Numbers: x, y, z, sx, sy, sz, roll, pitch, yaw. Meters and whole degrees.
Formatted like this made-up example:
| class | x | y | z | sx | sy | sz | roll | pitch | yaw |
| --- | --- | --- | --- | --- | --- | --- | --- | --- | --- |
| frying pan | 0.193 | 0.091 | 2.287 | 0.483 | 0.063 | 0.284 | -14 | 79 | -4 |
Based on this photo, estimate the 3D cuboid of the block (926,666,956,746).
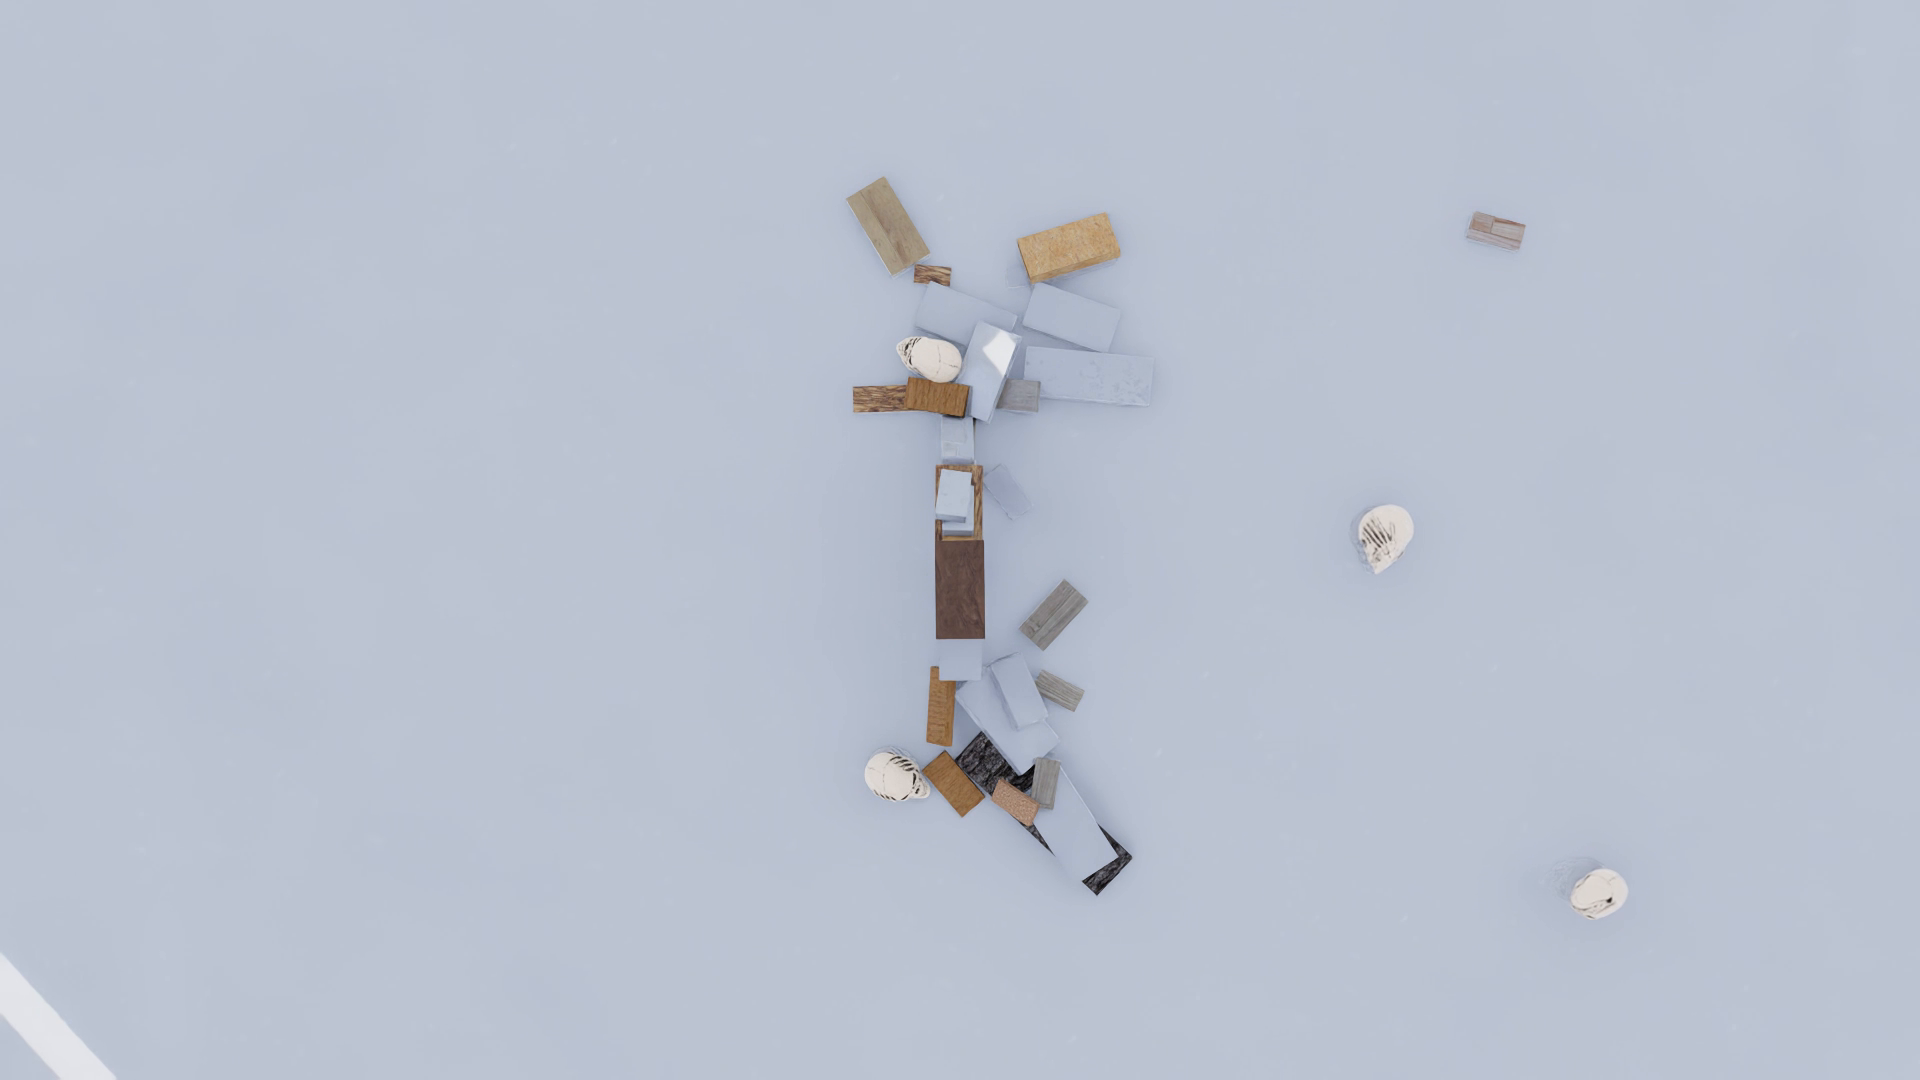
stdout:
| class | x | y | z | sx | sy | sz | roll | pitch | yaw |
| --- | --- | --- | --- | --- | --- | --- | --- | --- | --- |
| block | -0.062 | 0.549 | 5.444 | 0.032 | 0.113 | 0.251 | 3 | 90 | -32 |

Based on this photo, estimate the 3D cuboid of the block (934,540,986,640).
| class | x | y | z | sx | sy | sz | roll | pitch | yaw |
| --- | --- | --- | --- | --- | --- | --- | --- | --- | --- |
| block | 0.000 | 0.146 | 4.849 | 0.145 | 0.041 | 0.290 | -1 | 90 | 0 |

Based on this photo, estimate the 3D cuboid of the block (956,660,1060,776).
| class | x | y | z | sx | sy | sz | roll | pitch | yaw |
| --- | --- | --- | --- | --- | --- | --- | --- | --- | --- |
| block | 0.154 | 0.587 | 5.443 | 0.172 | 0.049 | 0.345 | -38 | 87 | -18 |

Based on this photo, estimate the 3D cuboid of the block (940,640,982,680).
| class | x | y | z | sx | sy | sz | roll | pitch | yaw |
| --- | --- | --- | --- | --- | --- | --- | --- | --- | --- |
| block | 0.001 | 0.309 | 5.216 | 0.133 | 0.038 | 0.266 | 0 | 90 | 0 |

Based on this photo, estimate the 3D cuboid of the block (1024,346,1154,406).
| class | x | y | z | sx | sy | sz | roll | pitch | yaw |
| --- | --- | --- | --- | --- | --- | --- | --- | --- | --- |
| block | 0.424 | -0.544 | 5.461 | 0.419 | 0.044 | 0.154 | 5 | 90 | 0 |

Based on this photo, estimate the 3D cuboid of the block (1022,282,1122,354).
| class | x | y | z | sx | sy | sz | roll | pitch | yaw |
| --- | --- | --- | --- | --- | --- | --- | --- | --- | --- |
| block | 0.371 | -0.738 | 5.470 | 0.298 | 0.042 | 0.149 | 19 | 96 | -1 |

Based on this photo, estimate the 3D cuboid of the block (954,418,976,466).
| class | x | y | z | sx | sy | sz | roll | pitch | yaw |
| --- | --- | --- | --- | --- | --- | --- | --- | --- | --- |
| block | -0.001 | -0.322 | 5.424 | 0.101 | 0.029 | 0.202 | 3 | 50 | 0 |

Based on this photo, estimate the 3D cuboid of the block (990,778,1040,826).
| class | x | y | z | sx | sy | sz | roll | pitch | yaw |
| --- | --- | --- | --- | --- | --- | --- | --- | --- | --- |
| block | 0.181 | 0.858 | 5.394 | 0.160 | 0.023 | 0.080 | 32 | 111 | 26 |

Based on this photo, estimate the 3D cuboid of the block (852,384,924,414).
| class | x | y | z | sx | sy | sz | roll | pitch | yaw |
| --- | --- | --- | --- | --- | --- | --- | --- | --- | --- |
| block | -0.200 | -0.471 | 5.488 | 0.309 | 0.025 | 0.087 | -2 | 90 | 0 |

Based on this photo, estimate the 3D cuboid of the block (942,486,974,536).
| class | x | y | z | sx | sy | sz | roll | pitch | yaw |
| --- | --- | --- | --- | --- | --- | --- | --- | --- | --- |
| block | -0.005 | -0.091 | 5.083 | 0.095 | 0.027 | 0.191 | 1 | 47 | 0 |

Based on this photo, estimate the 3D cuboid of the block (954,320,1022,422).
| class | x | y | z | sx | sy | sz | roll | pitch | yaw |
| --- | --- | --- | --- | --- | --- | --- | --- | --- | --- |
| block | 0.080 | -0.556 | 5.428 | 0.149 | 0.042 | 0.298 | 24 | 103 | 15 |

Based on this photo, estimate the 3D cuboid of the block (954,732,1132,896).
| class | x | y | z | sx | sy | sz | roll | pitch | yaw |
| --- | --- | --- | --- | --- | --- | --- | --- | --- | --- |
| block | 0.276 | 0.892 | 5.476 | 0.648 | 0.049 | 0.172 | 43 | 90 | 0 |

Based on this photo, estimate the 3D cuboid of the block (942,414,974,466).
| class | x | y | z | sx | sy | sz | roll | pitch | yaw |
| --- | --- | --- | --- | --- | --- | --- | --- | --- | --- |
| block | -0.008 | -0.324 | 5.313 | 0.102 | 0.317 | 0.029 | 1 | 119 | -1 |

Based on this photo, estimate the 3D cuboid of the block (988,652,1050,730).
| class | x | y | z | sx | sy | sz | roll | pitch | yaw |
| --- | --- | --- | --- | --- | --- | --- | --- | --- | --- |
| block | 0.194 | 0.497 | 5.431 | 0.113 | 0.032 | 0.225 | -22 | 82 | -17 |

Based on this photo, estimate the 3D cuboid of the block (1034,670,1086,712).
| class | x | y | z | sx | sy | sz | roll | pitch | yaw |
| --- | --- | --- | --- | --- | --- | --- | --- | --- | --- |
| block | 0.326 | 0.501 | 5.489 | 0.160 | 0.023 | 0.080 | 27 | 90 | 0 |

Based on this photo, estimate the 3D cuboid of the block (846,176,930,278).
| class | x | y | z | sx | sy | sz | roll | pitch | yaw |
| --- | --- | --- | --- | --- | --- | --- | --- | --- | --- |
| block | -0.237 | -1.040 | 5.479 | 0.149 | 0.042 | 0.298 | -31 | 90 | 0 |

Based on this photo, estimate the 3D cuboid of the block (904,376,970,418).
| class | x | y | z | sx | sy | sz | roll | pitch | yaw |
| --- | --- | --- | --- | --- | --- | --- | --- | --- | --- |
| block | -0.078 | -0.472 | 5.438 | 0.204 | 0.029 | 0.102 | 10 | 91 | 13 |

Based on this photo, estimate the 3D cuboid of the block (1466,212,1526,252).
| class | x | y | z | sx | sy | sz | roll | pitch | yaw |
| --- | --- | --- | --- | --- | --- | --- | --- | --- | --- |
| block | 1.784 | -1.027 | 5.488 | 0.175 | 0.025 | 0.087 | 15 | 90 | 0 |

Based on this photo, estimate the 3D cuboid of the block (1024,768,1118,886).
| class | x | y | z | sx | sy | sz | roll | pitch | yaw |
| --- | --- | --- | --- | --- | --- | --- | --- | --- | --- |
| block | 0.353 | 0.941 | 5.427 | 0.172 | 0.049 | 0.345 | -33 | 90 | 0 |

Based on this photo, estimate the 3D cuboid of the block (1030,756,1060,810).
| class | x | y | z | sx | sy | sz | roll | pitch | yaw |
| --- | --- | --- | --- | --- | --- | --- | --- | --- | --- |
| block | 0.277 | 0.795 | 5.391 | 0.080 | 0.023 | 0.160 | 9 | 90 | 0 |

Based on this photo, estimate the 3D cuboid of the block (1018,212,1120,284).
| class | x | y | z | sx | sy | sz | roll | pitch | yaw |
| --- | --- | --- | --- | --- | --- | --- | --- | --- | --- |
| block | 0.359 | -0.965 | 5.449 | 0.309 | 0.044 | 0.154 | -17 | 66 | 0 |

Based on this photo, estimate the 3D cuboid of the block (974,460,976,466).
| class | x | y | z | sx | sy | sz | roll | pitch | yaw |
| --- | --- | --- | --- | --- | --- | --- | --- | --- | --- |
| block | 0.003 | -0.228 | 5.399 | 0.101 | 0.202 | 0.029 | 3 | 105 | 0 |

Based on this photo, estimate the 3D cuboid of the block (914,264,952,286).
| class | x | y | z | sx | sy | sz | roll | pitch | yaw |
| --- | --- | --- | --- | --- | --- | --- | --- | --- | --- |
| block | -0.092 | -0.881 | 5.491 | 0.121 | 0.017 | 0.061 | 5 | 90 | 0 |

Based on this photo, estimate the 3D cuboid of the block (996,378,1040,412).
| class | x | y | z | sx | sy | sz | roll | pitch | yaw |
| --- | --- | --- | --- | --- | --- | --- | --- | --- | --- |
| block | 0.163 | -0.482 | 5.443 | 0.202 | 0.029 | 0.101 | 8 | 97 | 22 |

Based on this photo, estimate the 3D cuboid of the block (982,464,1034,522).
| class | x | y | z | sx | sy | sz | roll | pitch | yaw |
| --- | --- | --- | --- | --- | --- | --- | --- | --- | --- |
| block | 0.159 | -0.159 | 5.488 | 0.087 | 0.025 | 0.175 | -37 | 90 | 0 |

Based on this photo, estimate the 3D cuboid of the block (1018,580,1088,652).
| class | x | y | z | sx | sy | sz | roll | pitch | yaw |
| --- | --- | --- | --- | --- | --- | --- | --- | --- | --- |
| block | 0.311 | 0.249 | 5.484 | 0.113 | 0.032 | 0.225 | 42 | 90 | 0 |

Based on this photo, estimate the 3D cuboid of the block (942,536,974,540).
| class | x | y | z | sx | sy | sz | roll | pitch | yaw |
| --- | --- | --- | --- | --- | --- | --- | --- | --- | --- |
| block | -0.006 | -0.009 | 5.064 | 0.095 | 0.191 | 0.027 | 1 | 107 | 0 |

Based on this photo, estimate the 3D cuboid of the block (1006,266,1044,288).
| class | x | y | z | sx | sy | sz | roll | pitch | yaw |
| --- | --- | --- | --- | --- | --- | --- | --- | --- | --- |
| block | 0.217 | -0.877 | 5.491 | 0.122 | 0.017 | 0.061 | -8 | 90 | 0 |

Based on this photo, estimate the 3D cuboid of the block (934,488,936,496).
| class | x | y | z | sx | sy | sz | roll | pitch | yaw |
| --- | --- | --- | --- | --- | --- | --- | --- | --- | --- |
| block | -0.004 | -0.171 | 5.350 | 0.149 | 0.298 | 0.042 | 3 | 95 | 0 |

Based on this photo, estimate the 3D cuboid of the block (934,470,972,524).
| class | x | y | z | sx | sy | sz | roll | pitch | yaw |
| --- | --- | --- | --- | --- | --- | --- | --- | --- | --- |
| block | -0.020 | -0.137 | 5.083 | 0.095 | 0.027 | 0.191 | 8 | 47 | 0 |

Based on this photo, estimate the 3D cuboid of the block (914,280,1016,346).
| class | x | y | z | sx | sy | sz | roll | pitch | yaw |
| --- | --- | --- | --- | --- | --- | --- | --- | --- | --- |
| block | 0.019 | -0.730 | 5.469 | 0.309 | 0.044 | 0.154 | 22 | 97 | 0 |

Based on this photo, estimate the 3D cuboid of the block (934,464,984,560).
| class | x | y | z | sx | sy | sz | roll | pitch | yaw |
| --- | --- | --- | --- | --- | --- | --- | --- | --- | --- |
| block | -0.004 | -0.086 | 5.180 | 0.149 | 0.042 | 0.298 | 1 | 91 | 0 |

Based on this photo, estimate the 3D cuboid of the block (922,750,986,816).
| class | x | y | z | sx | sy | sz | roll | pitch | yaw |
| --- | --- | --- | --- | --- | --- | --- | --- | --- | --- |
| block | -0.021 | 0.811 | 5.486 | 0.102 | 0.029 | 0.204 | -41 | 90 | 0 |
